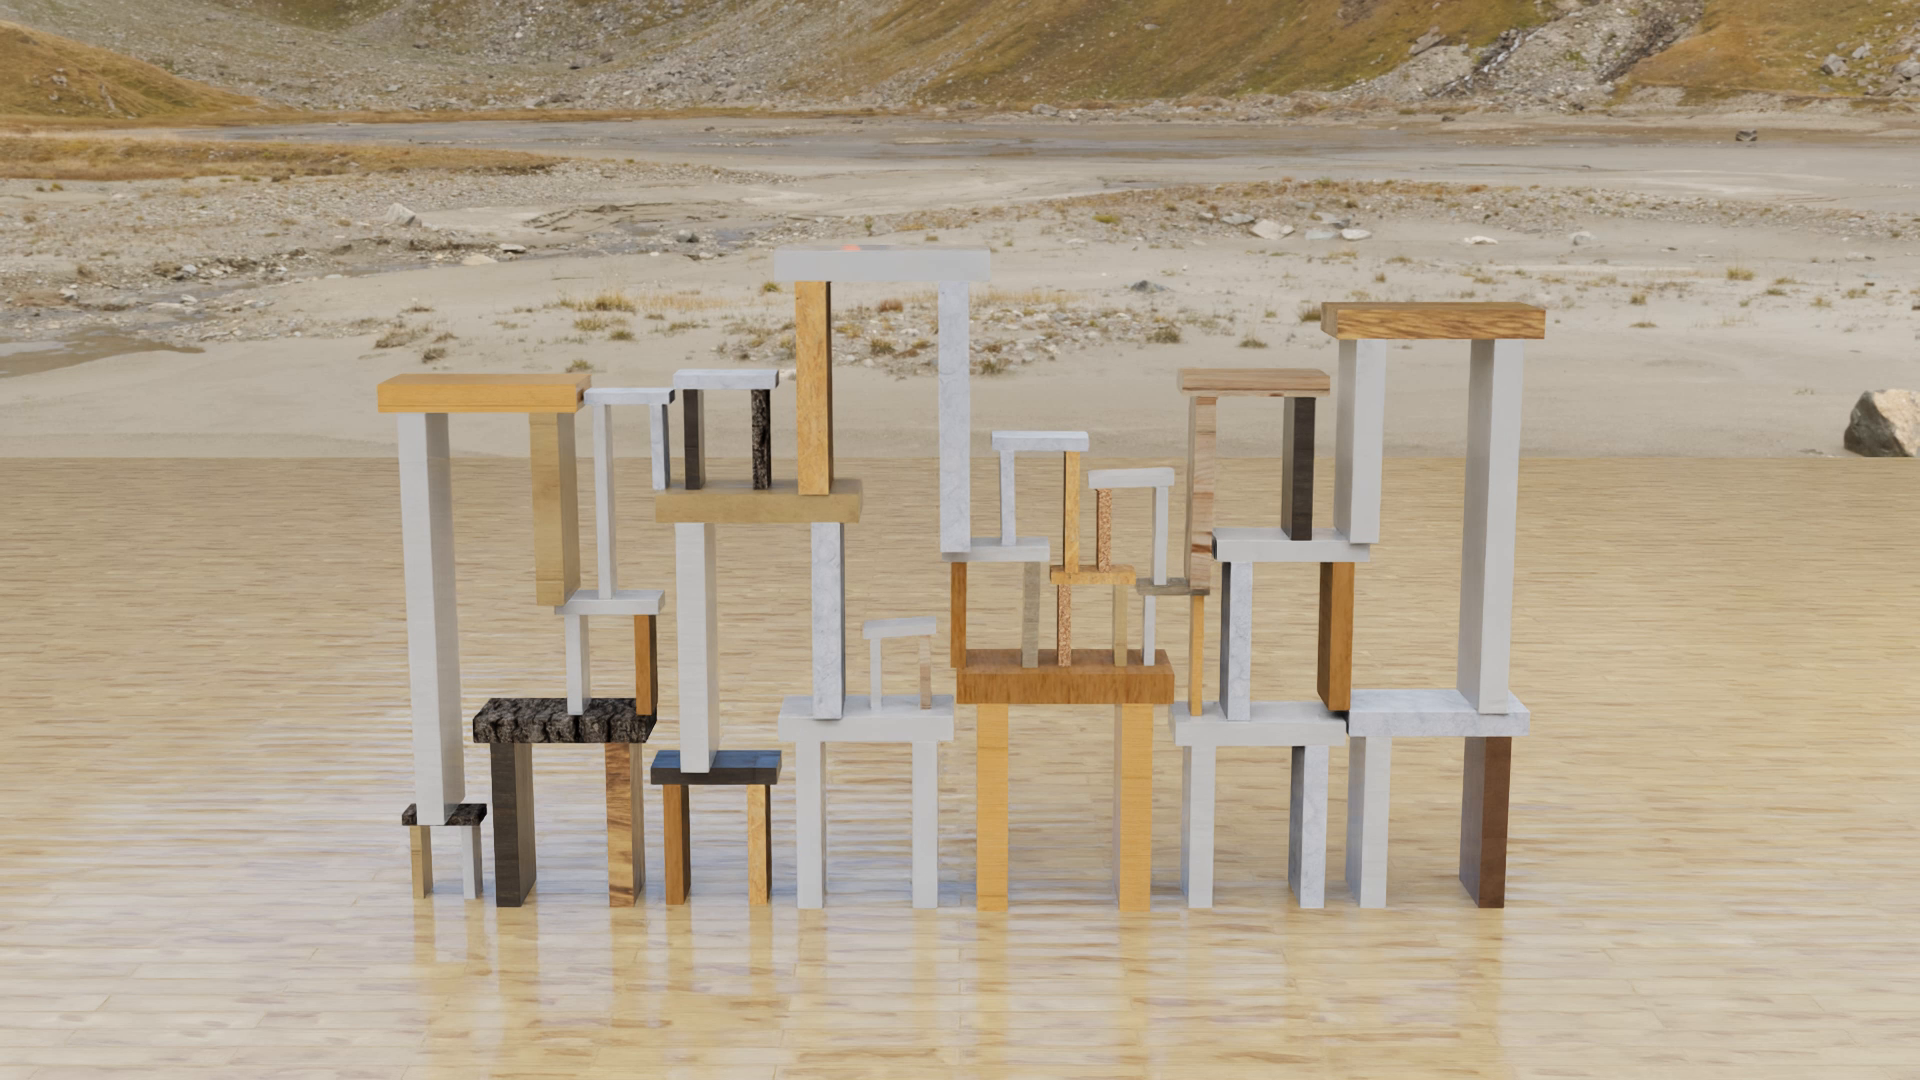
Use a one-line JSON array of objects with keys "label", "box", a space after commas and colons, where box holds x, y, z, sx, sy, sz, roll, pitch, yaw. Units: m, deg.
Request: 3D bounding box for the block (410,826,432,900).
[{"label": "block", "box": [-0.897, 0.527, 3.663, 0.018, 0.127, 0.063, 0, 11, 0]}]

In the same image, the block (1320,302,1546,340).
[{"label": "block", "box": [0.748, -0.349, 3.495, 0.322, 0.046, 0.161, 0, 11, 0]}]

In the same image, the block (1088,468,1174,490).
[{"label": "block", "box": [0.276, -0.100, 3.539, 0.137, 0.019, 0.068, -2, 11, 4]}]

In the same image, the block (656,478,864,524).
[{"label": "block", "box": [-0.320, -0.064, 3.543, 0.320, 0.045, 0.160, 0, 11, 0]}]

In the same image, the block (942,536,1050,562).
[{"label": "block", "box": [0.057, 0.015, 3.564, 0.174, 0.025, 0.087, 0, 11, 0]}]

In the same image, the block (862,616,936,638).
[{"label": "block", "box": [-0.098, 0.142, 3.589, 0.119, 0.017, 0.059, -4, 11, 0]}]

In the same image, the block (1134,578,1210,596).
[{"label": "block", "box": [0.345, 0.075, 3.576, 0.116, 0.016, 0.058, 0, 11, -3]}]

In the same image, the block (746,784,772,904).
[{"label": "block", "box": [-0.332, 0.490, 3.647, 0.029, 0.205, 0.103, 0, 11, 0]}]

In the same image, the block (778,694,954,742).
[{"label": "block", "box": [-0.152, 0.292, 3.613, 0.283, 0.040, 0.141, 0, 11, 0]}]

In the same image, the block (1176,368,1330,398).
[{"label": "block", "box": [0.466, -0.252, 3.508, 0.230, 0.033, 0.115, 0, 11, 1]}]

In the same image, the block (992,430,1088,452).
[{"label": "block", "box": [0.128, -0.159, 3.531, 0.154, 0.022, 0.077, 1, 10, 0]}]

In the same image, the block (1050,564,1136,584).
[{"label": "block", "box": [0.215, 0.056, 3.570, 0.136, 0.019, 0.068, 0, 11, 0]}]

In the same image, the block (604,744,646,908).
[{"label": "block", "box": [-0.555, 0.453, 3.647, 0.039, 0.278, 0.139, 0, 11, 0]}]

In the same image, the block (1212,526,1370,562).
[{"label": "block", "box": [0.530, 0.007, 3.560, 0.244, 0.035, 0.122, 0, 11, 0]}]

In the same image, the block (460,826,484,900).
[{"label": "block", "box": [-0.813, 0.527, 3.663, 0.018, 0.127, 0.063, 0, 11, 0]}]

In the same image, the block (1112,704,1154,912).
[{"label": "block", "box": [0.285, 0.418, 3.640, 0.049, 0.348, 0.174, 0, 11, 0]}]

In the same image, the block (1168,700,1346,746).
[{"label": "block", "box": [0.485, 0.301, 3.615, 0.274, 0.039, 0.137, 0, 11, 0]}]

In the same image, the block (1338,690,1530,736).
[{"label": "block", "box": [0.773, 0.283, 3.615, 0.291, 0.041, 0.145, 0, 11, 0]}]

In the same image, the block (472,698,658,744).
[{"label": "block", "box": [-0.647, 0.297, 3.618, 0.278, 0.039, 0.139, 0, 11, 0]}]

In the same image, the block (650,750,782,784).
[{"label": "block", "box": [-0.401, 0.375, 3.625, 0.205, 0.029, 0.103, 0, 11, 0]}]

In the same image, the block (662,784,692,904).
[{"label": "block", "box": [-0.469, 0.490, 3.647, 0.029, 0.205, 0.103, 0, 11, 0]}]

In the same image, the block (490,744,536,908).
[{"label": "block", "box": [-0.740, 0.453, 3.647, 0.039, 0.278, 0.139, 0, 11, 0]}]

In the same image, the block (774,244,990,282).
[{"label": "block", "box": [-0.121, -0.438, 3.473, 0.334, 0.047, 0.167, 0, 11, -1]}]

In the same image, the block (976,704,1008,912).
[{"label": "block", "box": [0.053, 0.418, 3.640, 0.049, 0.348, 0.174, 0, 11, 0]}]

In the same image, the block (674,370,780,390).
[{"label": "block", "box": [-0.372, -0.257, 3.511, 0.161, 0.023, 0.081, 0, 11, 0]}]

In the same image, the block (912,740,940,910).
[{"label": "block", "box": [-0.056, 0.451, 3.638, 0.040, 0.283, 0.141, 0, 11, 1]}]

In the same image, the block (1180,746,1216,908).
[{"label": "block", "box": [0.394, 0.455, 3.644, 0.039, 0.275, 0.137, 0, 11, 0]}]

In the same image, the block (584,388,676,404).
[{"label": "block", "box": [-0.528, -0.230, 3.517, 0.136, 0.019, 0.068, 0, 10, 1]}]

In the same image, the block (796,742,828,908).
[{"label": "block", "box": [-0.246, 0.451, 3.642, 0.040, 0.283, 0.141, 0, 11, 0]}]

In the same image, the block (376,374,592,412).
[{"label": "block", "box": [-0.756, -0.235, 3.513, 0.310, 0.044, 0.155, 0, 11, -1]}]

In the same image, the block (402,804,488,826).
[{"label": "block", "box": [-0.855, 0.455, 3.649, 0.127, 0.018, 0.063, 0, 11, 0]}]

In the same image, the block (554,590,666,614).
[{"label": "block", "box": [-0.569, 0.101, 3.582, 0.167, 0.024, 0.084, 0, 11, 0]}]

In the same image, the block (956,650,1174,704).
[{"label": "block", "box": [0.169, 0.223, 3.603, 0.348, 0.049, 0.174, 0, 11, 0]}]
